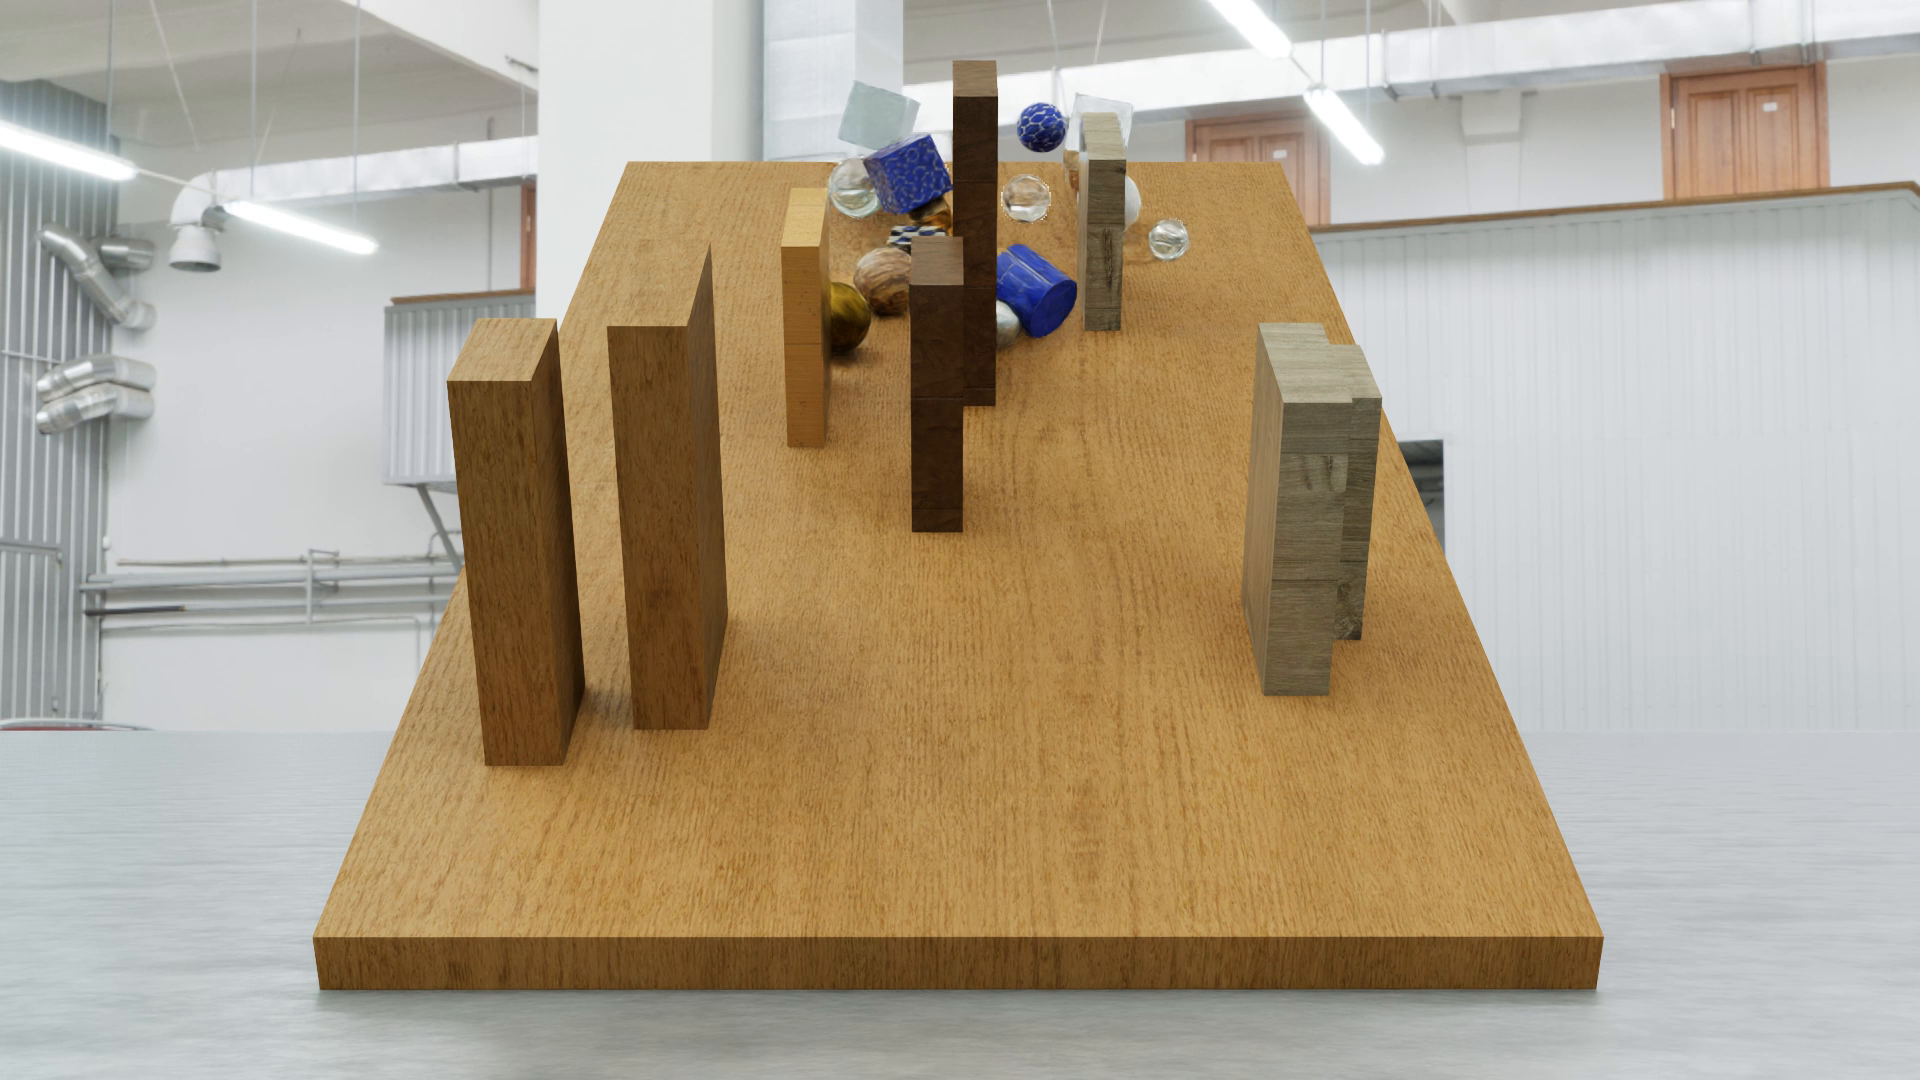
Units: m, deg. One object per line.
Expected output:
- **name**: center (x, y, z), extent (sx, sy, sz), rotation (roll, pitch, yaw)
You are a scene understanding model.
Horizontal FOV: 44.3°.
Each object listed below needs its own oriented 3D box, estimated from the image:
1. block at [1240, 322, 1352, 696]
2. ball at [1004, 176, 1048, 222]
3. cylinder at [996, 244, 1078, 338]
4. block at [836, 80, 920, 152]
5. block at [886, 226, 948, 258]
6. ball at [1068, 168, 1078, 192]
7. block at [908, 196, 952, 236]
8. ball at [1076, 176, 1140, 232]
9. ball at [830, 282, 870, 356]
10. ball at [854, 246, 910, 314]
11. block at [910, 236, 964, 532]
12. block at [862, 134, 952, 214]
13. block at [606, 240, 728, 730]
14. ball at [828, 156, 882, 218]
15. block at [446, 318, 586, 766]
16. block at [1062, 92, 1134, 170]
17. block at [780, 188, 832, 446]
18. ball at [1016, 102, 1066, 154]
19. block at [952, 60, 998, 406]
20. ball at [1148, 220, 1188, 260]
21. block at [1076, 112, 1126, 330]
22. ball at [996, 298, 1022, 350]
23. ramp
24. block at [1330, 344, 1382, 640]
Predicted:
- **block**: center (0.616, -0.060, 4.365), extent (0.119, 0.582, 0.380), rotation (0, 26, 0)
- **ball**: center (0.188, -0.967, 6.707), extent (0.129, 0.129, 0.129), rotation (0, -4, 0)
- **cylinder**: center (0.176, -0.625, 5.916), extent (0.170, 0.170, 0.170), rotation (40, 15, 26)
- **block**: center (-0.229, -1.185, 6.672), extent (0.169, 0.169, 0.169), rotation (19, 8, 7)
- **block**: center (-0.112, -0.736, 6.222), extent (0.142, 0.142, 0.142), rotation (3, 26, 6)
- **ball**: center (0.374, -1.073, 6.934), extent (0.117, 0.117, 0.117), rotation (0, -4, 0)
- **block**: center (-0.069, -0.866, 6.488), extent (0.109, 0.109, 0.109), rotation (-25, 32, 2)
- **ball**: center (0.413, -0.937, 6.567), extent (0.180, 0.180, 0.180), rotation (0, -4, 0)
- **ball**: center (-0.308, -0.542, 5.786), extent (0.180, 0.180, 0.180), rotation (0, -4, 0)
- **ball**: center (-0.187, -0.664, 6.043), extent (0.171, 0.171, 0.171), rotation (0, -4, 0)
- **block**: center (-0.047, -0.326, 4.939), extent (0.107, 0.547, 0.294), rotation (0, 26, 0)
- **block**: center (-0.145, -1.006, 6.487), extent (0.162, 0.162, 0.162), rotation (-28, 17, -13)
- **block**: center (-0.515, -0.102, 4.233), extent (0.132, 0.769, 0.431), rotation (0, 26, 0)
- **ball**: center (-0.290, -1.005, 6.730), extent (0.173, 0.173, 0.173), rotation (0, -4, 0)
- **block**: center (-0.756, 0.007, 4.065), extent (0.135, 0.722, 0.279), rotation (0, 26, 0)
- **block**: center (0.388, -1.134, 6.626), extent (0.165, 0.165, 0.165), rotation (12, -9, 3)
- **block**: center (-0.347, -0.513, 5.395), extent (0.083, 0.475, 0.407), rotation (0, 26, 0)
- **ball**: center (0.235, -1.188, 6.804), extent (0.146, 0.146, 0.146), rotation (0, -4, 0)
- **block**: center (0.033, -0.713, 5.503), extent (0.101, 0.741, 0.305), rotation (0, 26, 0)
- **ball**: center (0.567, -0.817, 6.426), extent (0.109, 0.109, 0.109), rotation (0, -4, 0)
- **block**: center (0.359, -0.821, 6.053), extent (0.092, 0.447, 0.415), rotation (0, 26, 0)
- **ball**: center (0.090, -0.533, 5.832), extent (0.125, 0.125, 0.125), rotation (0, -4, 0)
- **ramp**: center (-0.010, -0.228, 5.470), extent (2.000, 0.100, 4.000), rotation (0, 26, 0)
- **block**: center (0.722, -0.092, 4.519), extent (0.089, 0.502, 0.261), rotation (0, 26, 0)
